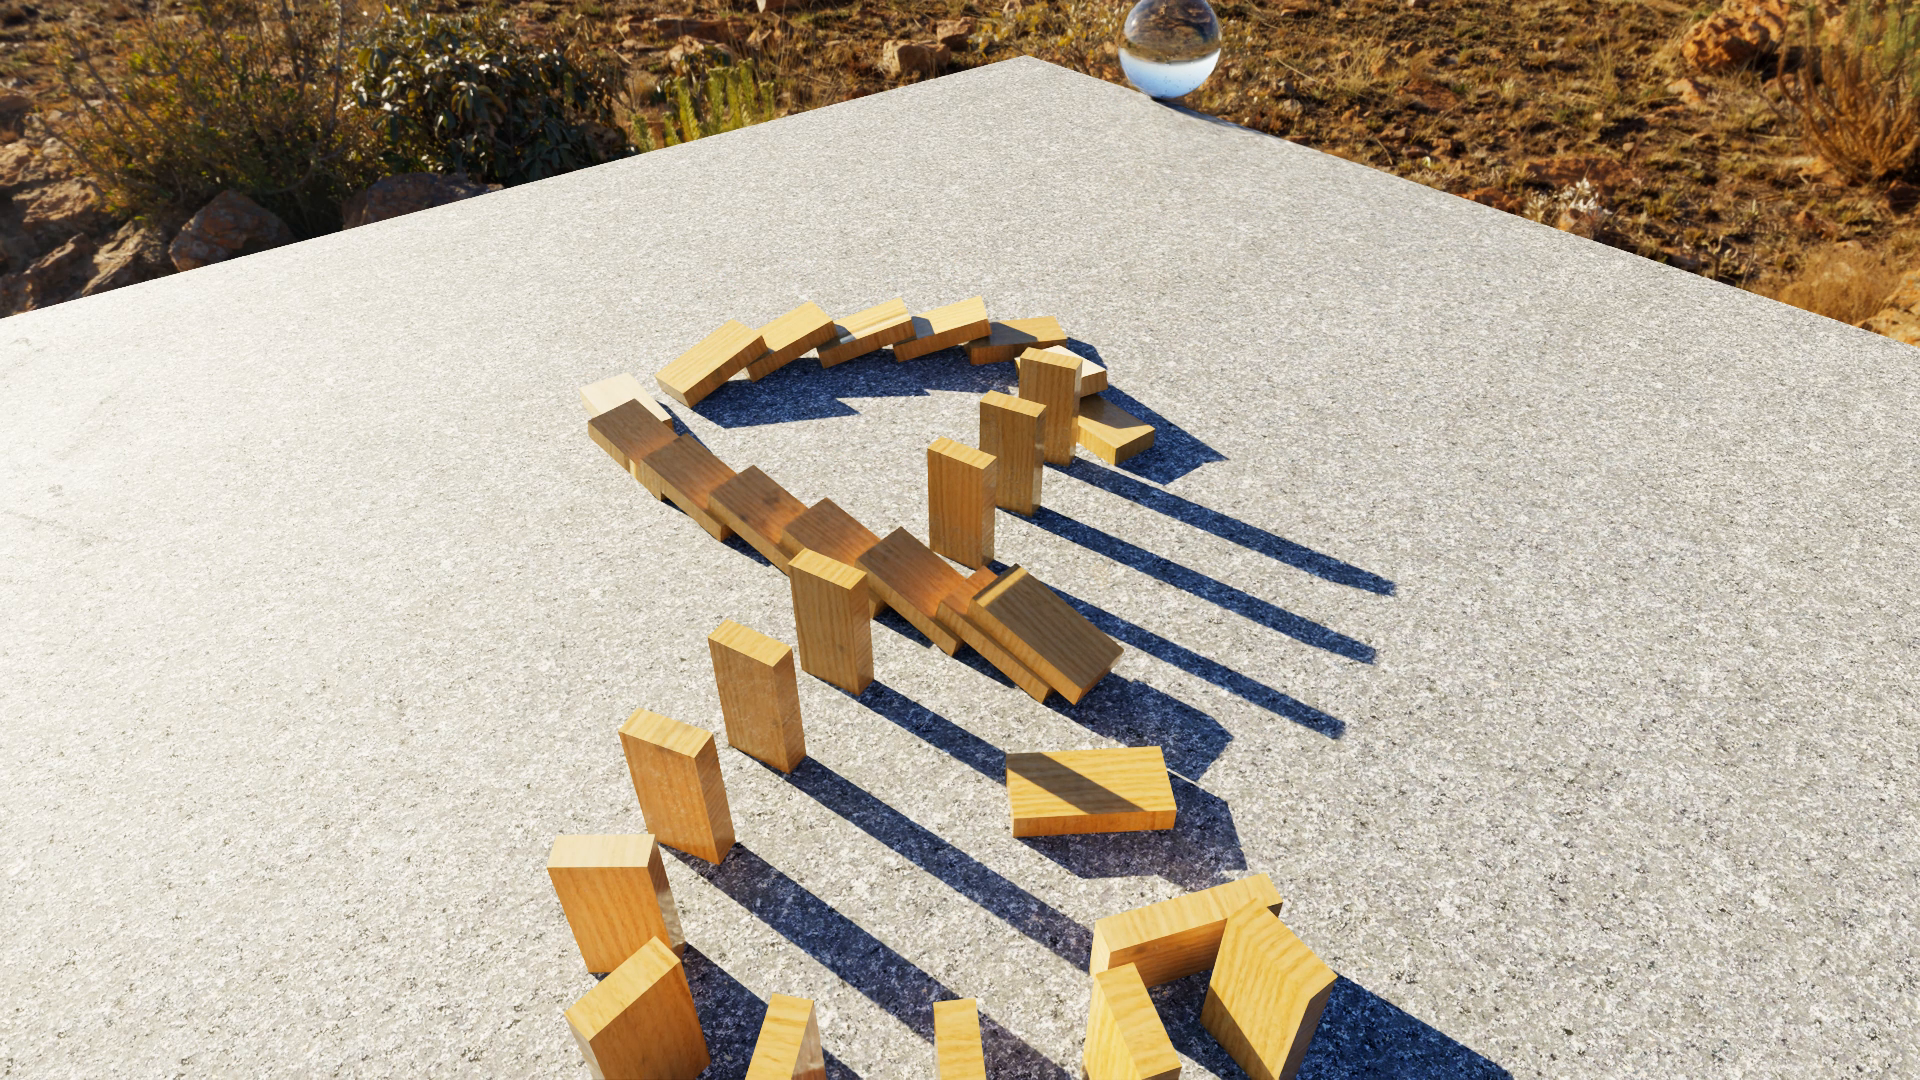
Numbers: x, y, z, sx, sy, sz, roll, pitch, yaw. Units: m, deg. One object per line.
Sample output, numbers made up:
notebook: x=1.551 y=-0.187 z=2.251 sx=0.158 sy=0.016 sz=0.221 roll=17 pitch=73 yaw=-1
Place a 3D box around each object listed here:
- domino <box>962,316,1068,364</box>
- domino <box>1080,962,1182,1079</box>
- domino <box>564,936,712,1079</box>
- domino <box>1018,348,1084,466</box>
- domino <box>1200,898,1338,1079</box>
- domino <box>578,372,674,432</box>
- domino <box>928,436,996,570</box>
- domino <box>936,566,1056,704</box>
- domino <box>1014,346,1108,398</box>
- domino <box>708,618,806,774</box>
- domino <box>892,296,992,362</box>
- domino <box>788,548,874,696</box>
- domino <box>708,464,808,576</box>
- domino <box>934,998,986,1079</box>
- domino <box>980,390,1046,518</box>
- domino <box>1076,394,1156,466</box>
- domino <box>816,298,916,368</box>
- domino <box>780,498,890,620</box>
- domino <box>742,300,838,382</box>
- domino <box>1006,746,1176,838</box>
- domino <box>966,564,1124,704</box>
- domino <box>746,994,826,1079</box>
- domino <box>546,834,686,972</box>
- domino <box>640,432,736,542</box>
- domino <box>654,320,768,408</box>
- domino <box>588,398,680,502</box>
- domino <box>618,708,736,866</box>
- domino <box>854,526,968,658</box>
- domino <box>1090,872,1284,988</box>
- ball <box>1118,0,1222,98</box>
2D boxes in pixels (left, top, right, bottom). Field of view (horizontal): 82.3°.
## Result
domino: x=0.028 y=-0.104 z=0.570 sx=0.050 sy=0.010 sz=0.025 roll=-8 pitch=40 yaw=-9
domino: x=0.039 y=0.125 z=0.259 sx=0.009 sy=0.050 sz=0.025 roll=-11 pitch=41 yaw=-13
domino: x=-0.076 y=0.120 z=0.265 sx=0.010 sy=0.050 sz=0.025 roll=29 pitch=47 yaw=30
domino: x=0.039 y=-0.058 z=0.482 sx=0.025 sy=0.050 sz=0.009 roll=15 pitch=42 yaw=18
domino: x=0.075 y=0.114 z=0.272 sx=0.009 sy=0.050 sz=0.025 roll=-24 pitch=45 yaw=-27
domino: x=-0.157 y=-0.061 z=0.517 sx=0.025 sy=0.010 sz=0.050 roll=-25 pitch=45 yaw=-27
domino: x=0.001 y=-0.013 z=0.428 sx=0.025 sy=0.050 sz=0.010 roll=23 pitch=45 yaw=25
domino: x=0.018 y=0.033 z=0.393 sx=0.050 sy=0.010 sz=0.025 roll=38 pitch=51 yaw=19
domino: x=0.048 y=-0.081 z=0.531 sx=0.025 sy=0.009 sz=0.050 roll=-18 pitch=28 yaw=-15
domino: x=-0.064 y=0.050 z=0.350 sx=0.025 sy=0.050 sz=0.009 roll=20 pitch=43 yaw=23
domino: x=-0.010 y=-0.109 z=0.566 sx=0.050 sy=0.009 sz=0.025 roll=-16 pitch=40 yaw=5
domino: x=-0.044 y=0.029 z=0.377 sx=0.025 sy=0.050 sz=0.009 roll=21 pitch=44 yaw=23
domino: x=-0.075 y=-0.008 z=0.444 sx=0.050 sy=0.009 sz=0.025 roll=37 pitch=51 yaw=19
domino: x=0.000 y=0.130 z=0.252 sx=0.009 sy=0.050 sz=0.025 roll=-4 pitch=40 yaw=-5
domino: x=0.021 y=-0.035 z=0.454 sx=0.025 sy=0.050 sz=0.010 roll=19 pitch=43 yaw=21
domino: x=0.063 y=-0.054 z=0.509 sx=0.025 sy=0.009 sz=0.050 roll=-27 pitch=46 yaw=-29
domino: x=-0.050 y=-0.106 z=0.564 sx=0.050 sy=0.009 sz=0.025 roll=-20 pitch=41 yaw=-2
domino: x=-0.043 y=0.006 z=0.426 sx=0.050 sy=0.010 sz=0.025 roll=37 pitch=51 yaw=19
domino: x=-0.090 y=-0.101 z=0.557 sx=0.050 sy=0.010 sz=0.025 roll=-32 pitch=48 yaw=-14
domino: x=0.040 y=0.079 z=0.347 sx=0.050 sy=0.009 sz=0.025 roll=-2 pitch=39 yaw=-3
domino: x=0.030 y=0.032 z=0.384 sx=0.050 sy=0.009 sz=0.025 roll=39 pitch=51 yaw=19
domino: x=-0.040 y=0.130 z=0.253 sx=0.009 sy=0.050 sz=0.025 roll=6 pitch=40 yaw=8
domino: x=-0.090 y=0.097 z=0.292 sx=0.025 sy=0.050 sz=0.010 roll=0 pitch=39 yaw=0
domino: x=-0.108 y=-0.023 z=0.462 sx=0.050 sy=0.010 sz=0.025 roll=38 pitch=51 yaw=19
domino: x=-0.122 y=-0.087 z=0.540 sx=0.025 sy=0.010 sz=0.050 roll=31 pitch=63 yaw=34
domino: x=-0.137 y=-0.040 z=0.483 sx=0.050 sy=0.009 sz=0.025 roll=39 pitch=52 yaw=20
domino: x=-0.082 y=0.073 z=0.323 sx=0.025 sy=0.050 sz=0.009 roll=15 pitch=42 yaw=17
domino: x=-0.013 y=0.019 z=0.411 sx=0.050 sy=0.009 sz=0.025 roll=38 pitch=51 yaw=18
domino: x=0.061 y=0.108 z=0.299 sx=0.050 sy=0.025 sz=0.010 roll=-11 pitch=41 yaw=-13
ball: x=0.165 y=-0.391 z=0.866 sx=0.080 sy=0.080 sz=0.080 roll=0 pitch=39 yaw=0
